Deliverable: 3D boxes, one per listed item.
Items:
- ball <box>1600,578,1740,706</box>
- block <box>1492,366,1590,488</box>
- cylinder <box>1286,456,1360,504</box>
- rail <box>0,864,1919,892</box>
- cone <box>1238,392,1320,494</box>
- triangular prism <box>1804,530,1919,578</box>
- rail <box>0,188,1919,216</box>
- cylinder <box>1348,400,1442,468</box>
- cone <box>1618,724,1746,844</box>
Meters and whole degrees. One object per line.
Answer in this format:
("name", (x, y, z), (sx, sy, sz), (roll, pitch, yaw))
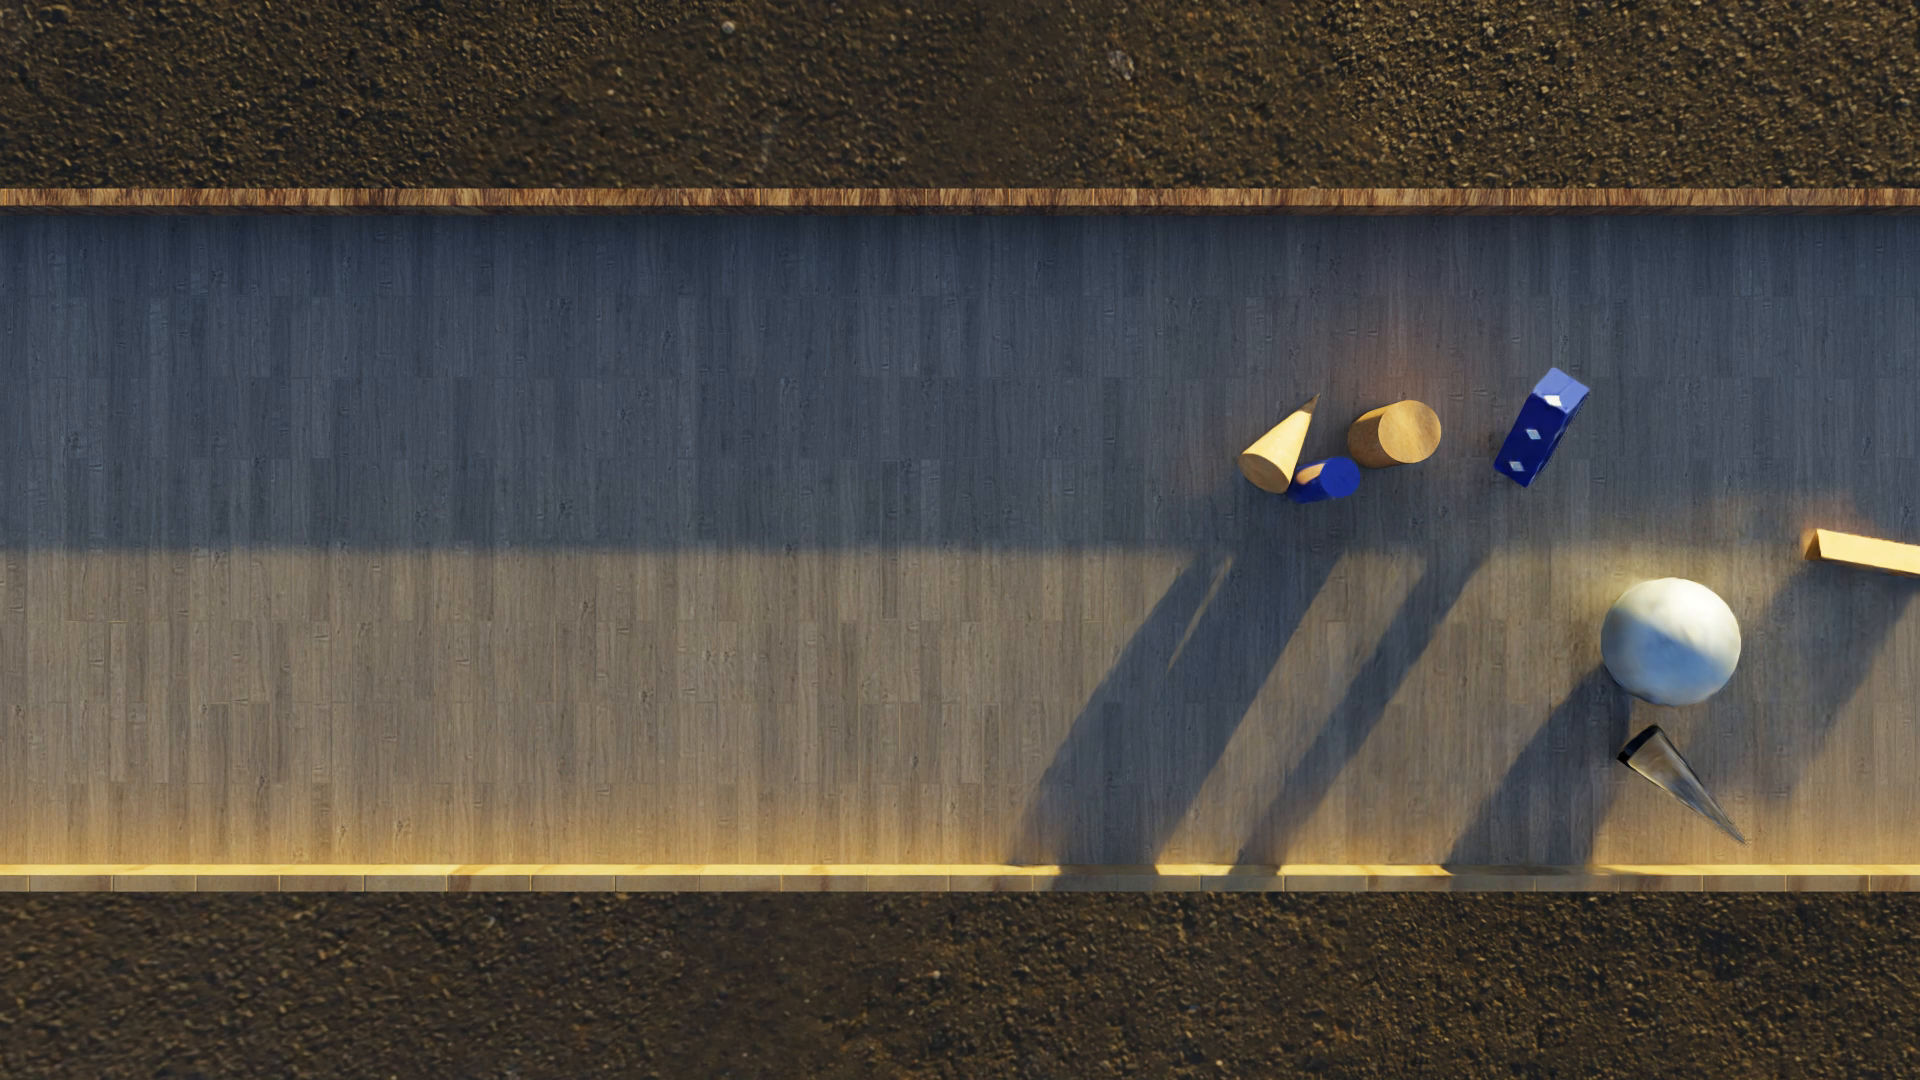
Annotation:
("ball", (2.102, 0.303, 4.885), (0.382, 0.382, 0.382), (0, 90, 0))
("block", (1.709, -0.328, 4.867), (0.119, 0.387, 0.119), (37, 65, 19))
("cylinder", (1.067, -0.174, 4.883), (0.116, 0.379, 0.116), (0, 88, -4))
("rail", (-2.247, 1.025, 5.001), (12.000, 0.150, 0.050), (0, 90, 0))
("cone", (1.008, -0.328, 5.013), (0.175, 0.175, 0.347), (38, 68, 0))
("triangular prism", (2.787, 0.064, 5.011), (0.379, 0.088, 0.102), (10, 117, 0))
("rail", (-2.247, -1.025, 5.002), (12.000, 0.150, 0.050), (0, 90, 0))
("cylinder", (1.281, -0.309, 4.888), (0.179, 0.378, 0.179), (0, 90, 0))
("cone", (2.174, 0.752, 4.901), (0.161, 0.161, 0.421), (-40, 60, 0))
